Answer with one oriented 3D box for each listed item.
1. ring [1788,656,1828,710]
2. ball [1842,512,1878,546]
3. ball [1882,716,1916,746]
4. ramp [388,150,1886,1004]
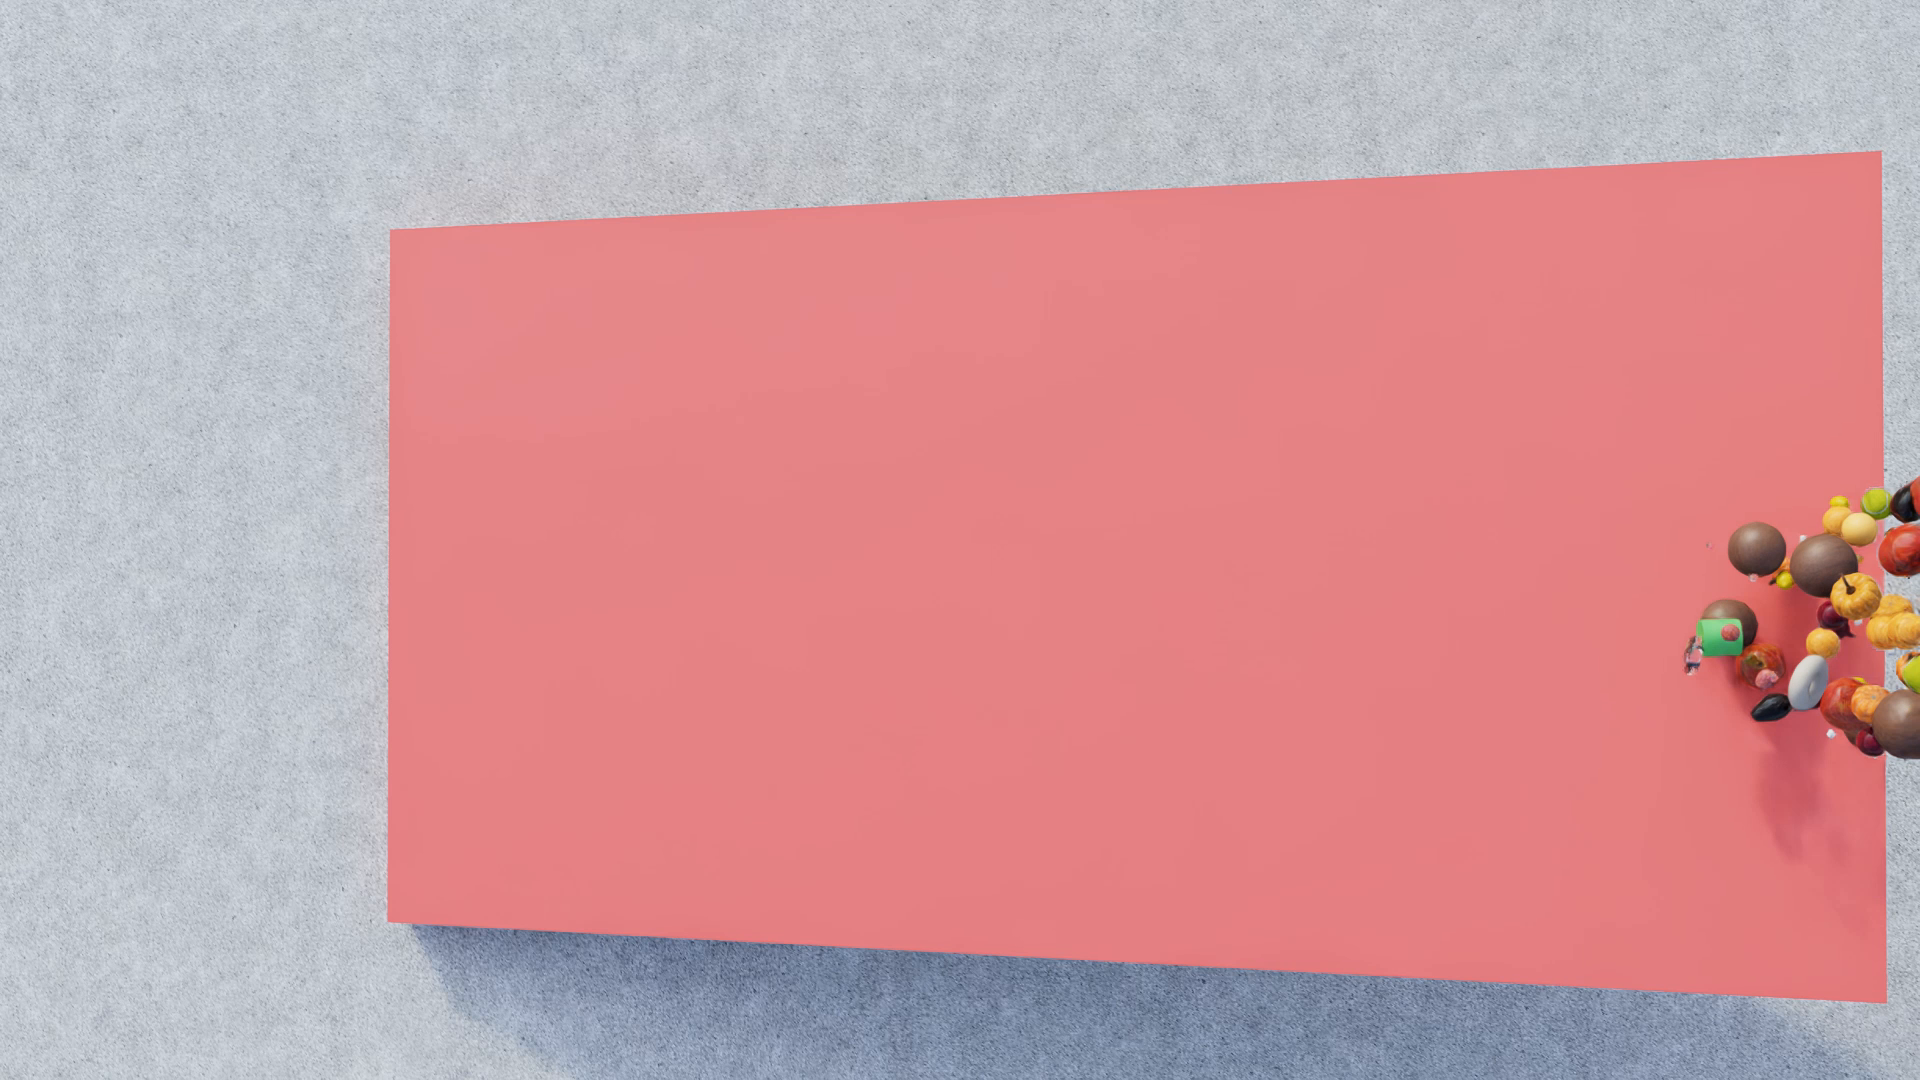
[{"bbox_3d":[1.711,0.288,4.434,0.039,0.118,0.118,24,89,42],"label":"ring"},{"bbox_3d":[1.840,-0.021,4.497,0.070,0.070,0.070,0,89,0],"label":"ball"},{"bbox_3d":[1.903,0.388,4.458,0.062,0.062,0.062,0,89,0],"label":"ball"},{"bbox_3d":[0.274,0.094,5.802,4.000,0.100,2.000,0,89,17],"label":"ramp"}]
